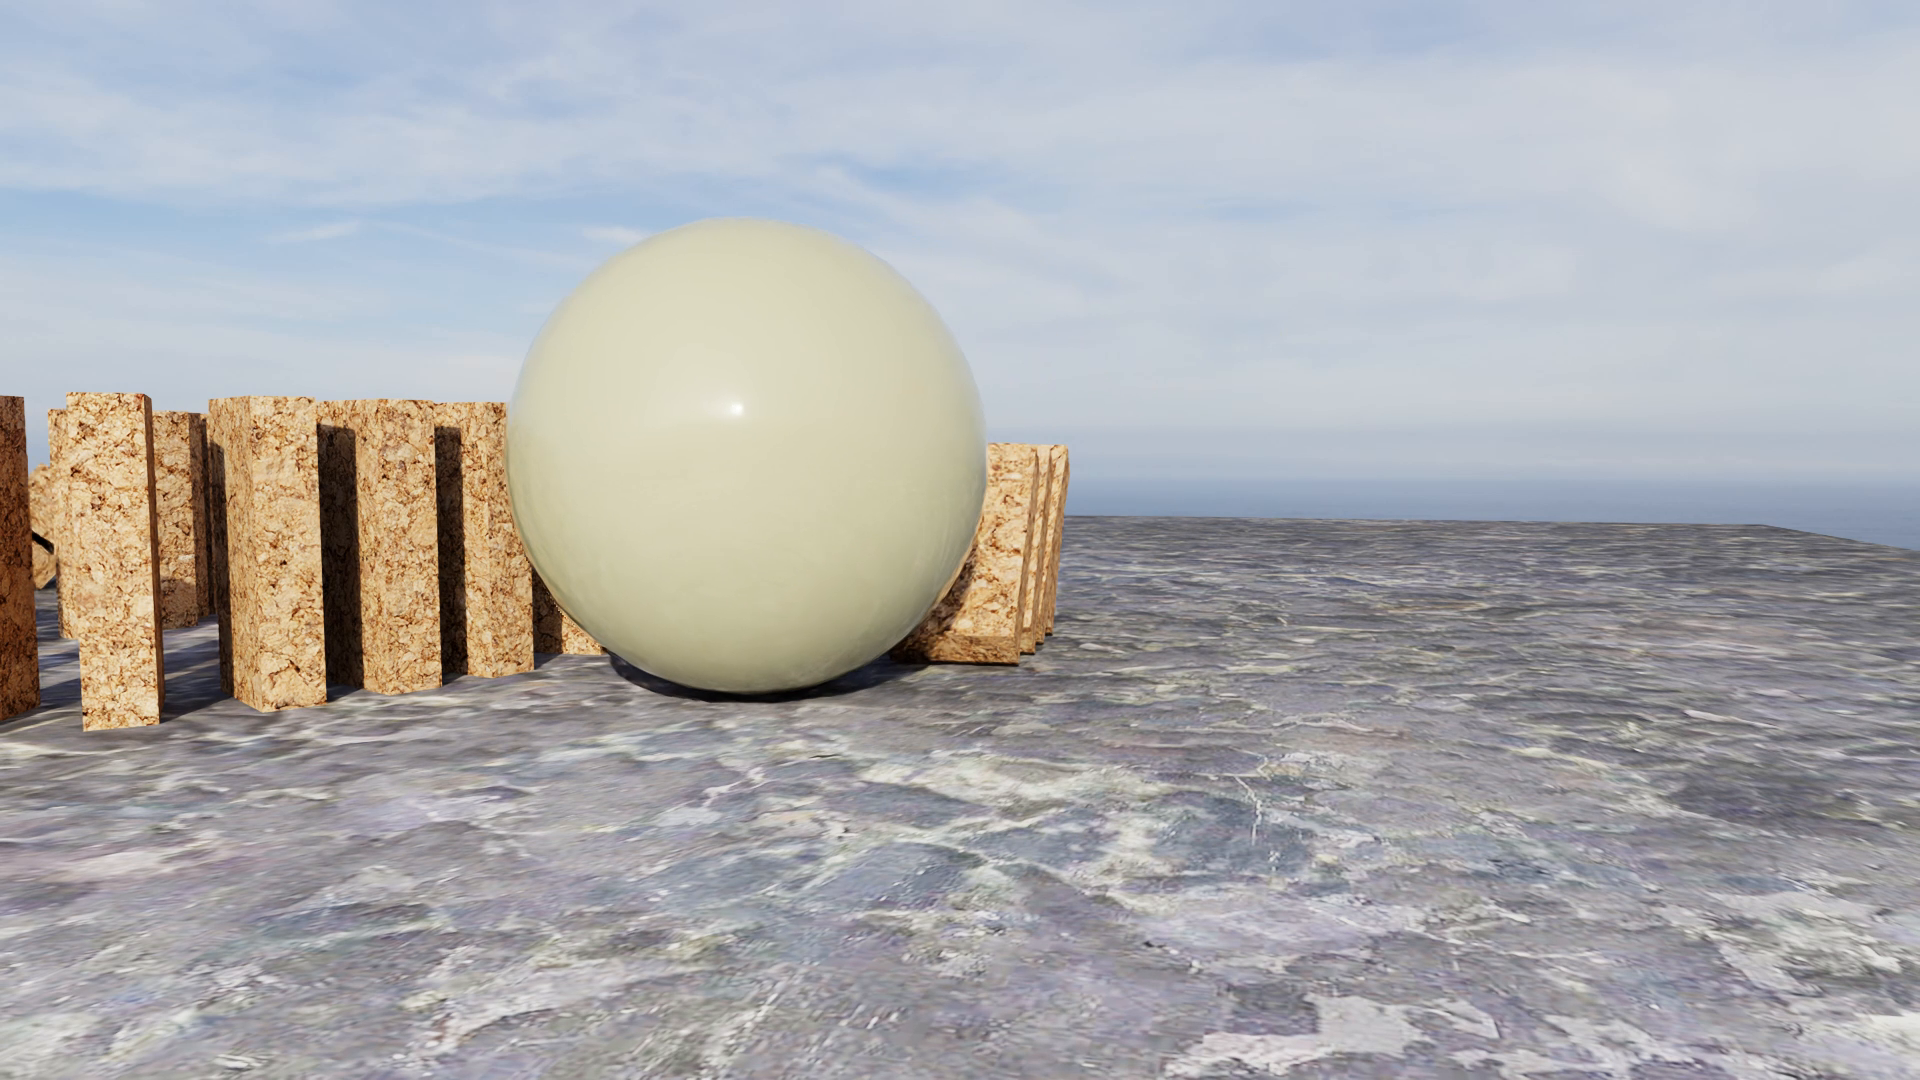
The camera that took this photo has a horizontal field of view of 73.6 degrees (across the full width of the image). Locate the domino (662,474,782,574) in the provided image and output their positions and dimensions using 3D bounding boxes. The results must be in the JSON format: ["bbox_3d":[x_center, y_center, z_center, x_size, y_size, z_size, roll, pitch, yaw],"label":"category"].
[{"bbox_3d":[-0.076,-0.006,0.437,0.050,0.009,0.025,36,24,30],"label":"domino"}]

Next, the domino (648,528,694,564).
[{"bbox_3d":[-0.117,-0.009,0.455,0.050,0.009,0.025,33,13,20],"label":"domino"}]

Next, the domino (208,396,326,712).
[{"bbox_3d":[-0.116,0.002,0.214,0.009,0.050,0.025,-4,6,-43],"label":"domino"}]

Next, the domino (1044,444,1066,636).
[{"bbox_3d":[0.011,-0.001,0.300,0.025,0.050,0.010,1,-40,10],"label":"domino"}]

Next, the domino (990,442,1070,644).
[{"bbox_3d":[0.009,0.000,0.287,0.025,0.050,0.010,3,-40,12],"label":"domino"}]

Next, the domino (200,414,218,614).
[{"bbox_3d":[-0.194,-0.007,0.330,0.025,0.050,0.009,3,5,34],"label":"domino"}]

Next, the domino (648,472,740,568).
[{"bbox_3d":[-0.097,-0.008,0.448,0.050,0.009,0.025,34,17,25],"label":"domino"}]

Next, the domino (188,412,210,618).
[{"bbox_3d":[-0.198,-0.006,0.310,0.025,0.050,0.009,0,4,-5],"label":"domino"}]

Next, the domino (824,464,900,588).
[{"bbox_3d":[-0.020,-0.005,0.392,0.025,0.010,0.050,-2,39,-35],"label":"domino"}]

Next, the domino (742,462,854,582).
[{"bbox_3d":[-0.046,-0.007,0.416,0.025,0.010,0.050,-4,41,-47],"label":"domino"}]

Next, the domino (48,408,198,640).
[{"bbox_3d":[-0.188,-0.004,0.289,0.009,0.050,0.025,2,5,27],"label":"domino"}]

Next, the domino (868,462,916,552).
[{"bbox_3d":[-0.008,-0.004,0.379,0.025,0.009,0.050,2,36,-26],"label":"domino"}]

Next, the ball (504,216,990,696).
[{"bbox_3d":[-0.035,-0.014,0.218,0.080,0.080,0.080,0,4,0],"label":"ball"}]

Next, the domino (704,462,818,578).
[{"bbox_3d":[-0.060,-0.008,0.427,0.050,0.009,0.025,44,28,28],"label":"domino"}]

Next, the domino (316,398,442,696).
[{"bbox_3d":[-0.104,0.001,0.227,0.025,0.050,0.009,3,5,38],"label":"domino"}]

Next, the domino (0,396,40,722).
[{"bbox_3d":[-0.152,0.003,0.194,0.010,0.050,0.025,-1,4,-12],"label":"domino"}]

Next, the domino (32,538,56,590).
[{"bbox_3d":[-0.286,-0.006,0.366,0.025,0.050,0.010,2,49,28],"label":"domino"}]

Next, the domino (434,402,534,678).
[{"bbox_3d":[-0.093,-0.001,0.242,0.025,0.050,0.010,3,5,30],"label":"domino"}]

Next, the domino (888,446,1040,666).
[{"bbox_3d":[0.001,0.002,0.261,0.025,0.050,0.009,1,-40,10],"label":"domino"}]

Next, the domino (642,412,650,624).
[{"bbox_3d":[-0.086,-0.005,0.301,0.025,0.050,0.010,-1,4,-16],"label":"domino"}]

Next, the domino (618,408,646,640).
[{"bbox_3d":[-0.083,-0.004,0.282,0.025,0.050,0.010,0,4,-4],"label":"domino"}]

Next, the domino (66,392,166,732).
[{"bbox_3d":[-0.132,0.002,0.201,0.010,0.050,0.025,-2,5,-30],"label":"domino"}]

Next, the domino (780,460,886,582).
[{"bbox_3d":[-0.034,-0.007,0.406,0.025,0.009,0.050,-1,38,-43],"label":"domino"}]

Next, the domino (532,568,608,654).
[{"bbox_3d":[-0.084,-0.002,0.264,0.025,0.050,0.009,1,4,12],"label":"domino"}]

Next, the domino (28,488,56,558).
[{"bbox_3d":[-0.278,-0.006,0.385,0.025,0.010,0.050,3,-34,37],"label":"domino"}]

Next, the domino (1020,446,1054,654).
[{"bbox_3d":[0.005,0.001,0.274,0.025,0.050,0.010,1,-40,10],"label":"domino"}]

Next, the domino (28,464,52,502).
[{"bbox_3d":[-0.267,-0.006,0.404,0.050,0.010,0.025,40,-21,-33],"label":"domino"}]
